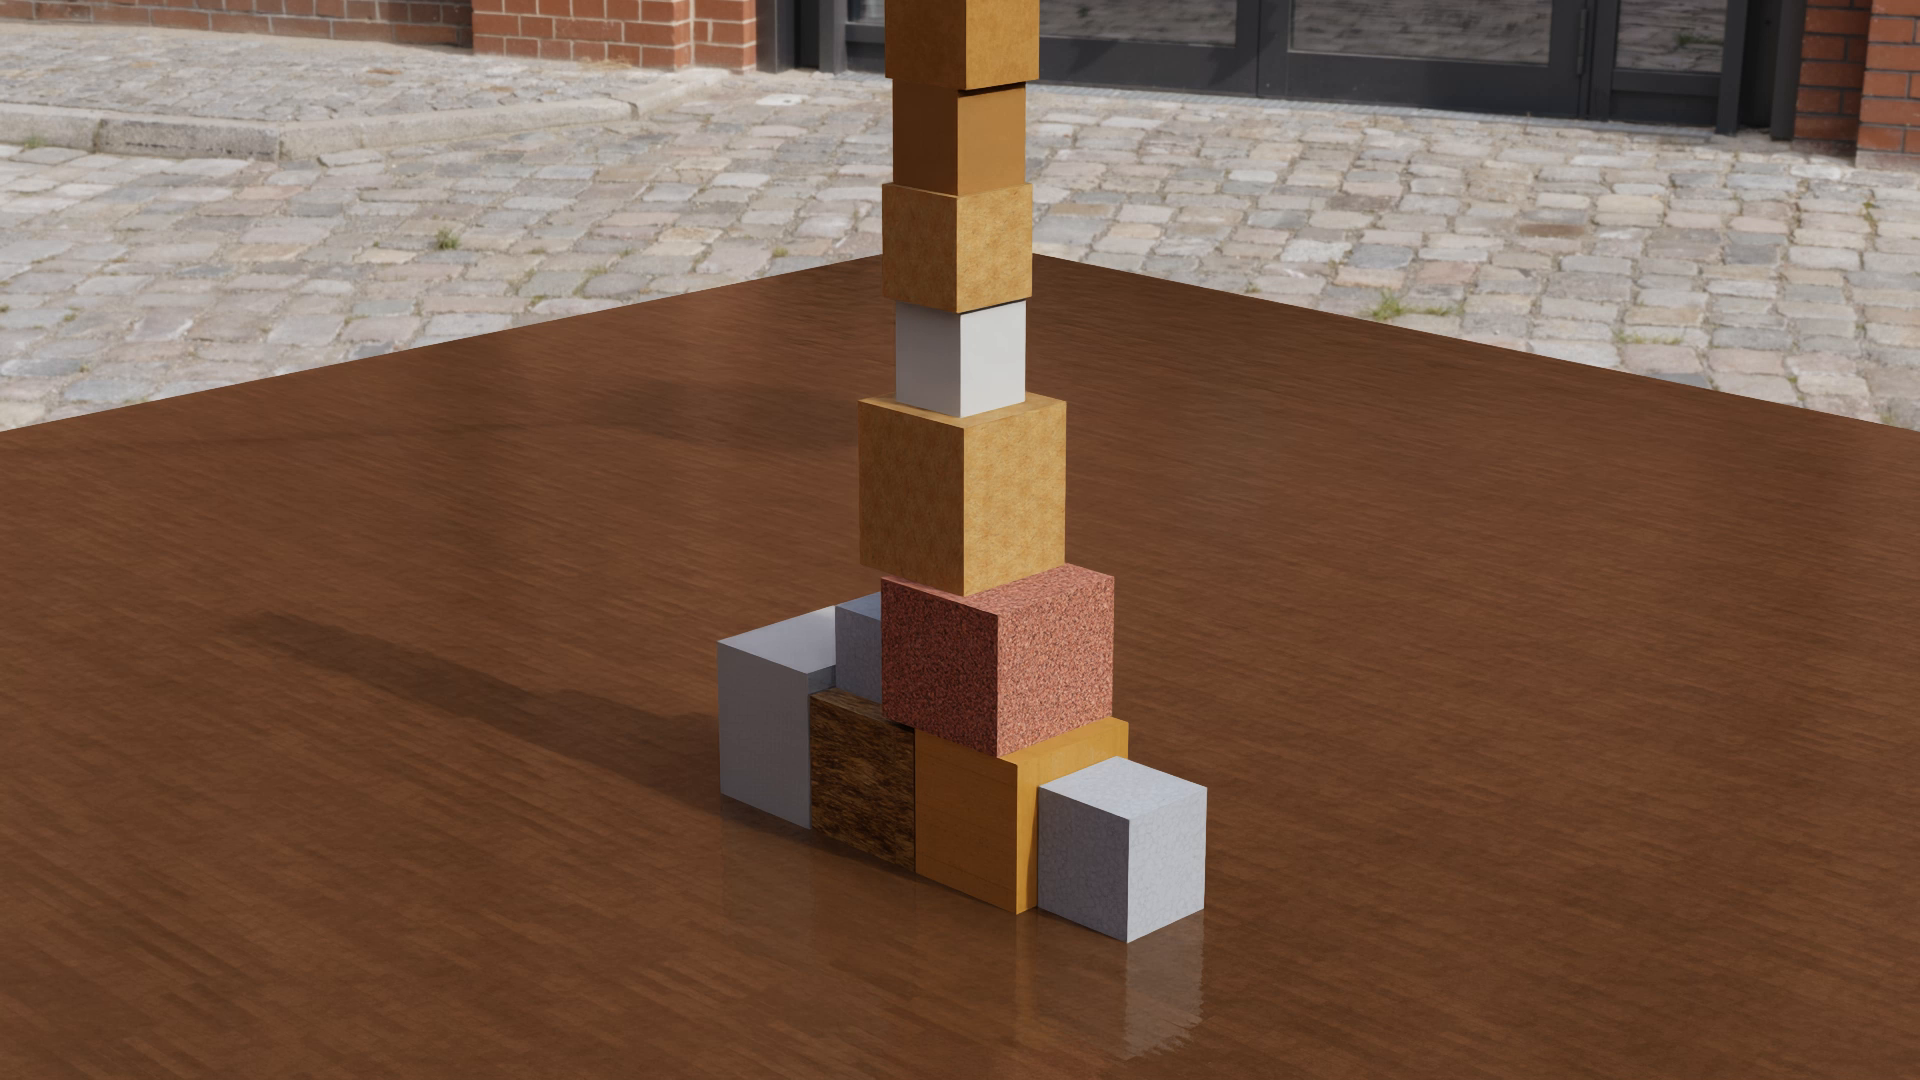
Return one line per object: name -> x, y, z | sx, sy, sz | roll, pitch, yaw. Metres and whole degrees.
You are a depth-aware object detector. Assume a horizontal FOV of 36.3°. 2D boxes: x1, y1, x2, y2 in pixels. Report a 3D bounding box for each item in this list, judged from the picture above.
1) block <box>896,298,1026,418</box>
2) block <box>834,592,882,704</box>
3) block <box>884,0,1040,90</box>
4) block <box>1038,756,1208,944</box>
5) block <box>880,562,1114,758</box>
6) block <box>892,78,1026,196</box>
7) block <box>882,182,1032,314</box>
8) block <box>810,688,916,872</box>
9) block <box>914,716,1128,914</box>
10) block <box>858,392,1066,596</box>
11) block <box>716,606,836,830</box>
block -> 0.002, -0.852, 13.076 | 0.408, 0.484, 0.409 | -17, 24, -42
block -> -0.251, 0.504, 13.789 | 0.461, 0.410, 0.485 | -17, 24, -42
block -> 0.008, -2.225, 12.652 | 0.446, 0.465, 0.497 | -17, 24, -42
block -> 0.719, 1.367, 13.028 | 0.513, 0.580, 0.537 | -17, 24, -42
block -> 0.170, 0.486, 13.305 | 0.753, 0.665, 0.735 | -17, 24, -42
block -> -0.004, -1.780, 12.778 | 0.418, 0.458, 0.400 | -17, 24, -42
block -> -0.012, -1.319, 12.915 | 0.470, 0.503, 0.465 | -17, 24, -42
block -> -0.196, 1.050, 13.869 | 0.739, 0.679, 0.698 | -17, 24, -42
block -> 0.281, 1.179, 13.400 | 0.727, 0.715, 0.644 | -17, 24, -42
block -> 0.010, -0.256, 13.271 | 0.651, 0.770, 0.671 | -17, 24, -42
block -> -0.677, 0.853, 14.315 | 0.761, 0.789, 0.647 | -17, 24, -42
